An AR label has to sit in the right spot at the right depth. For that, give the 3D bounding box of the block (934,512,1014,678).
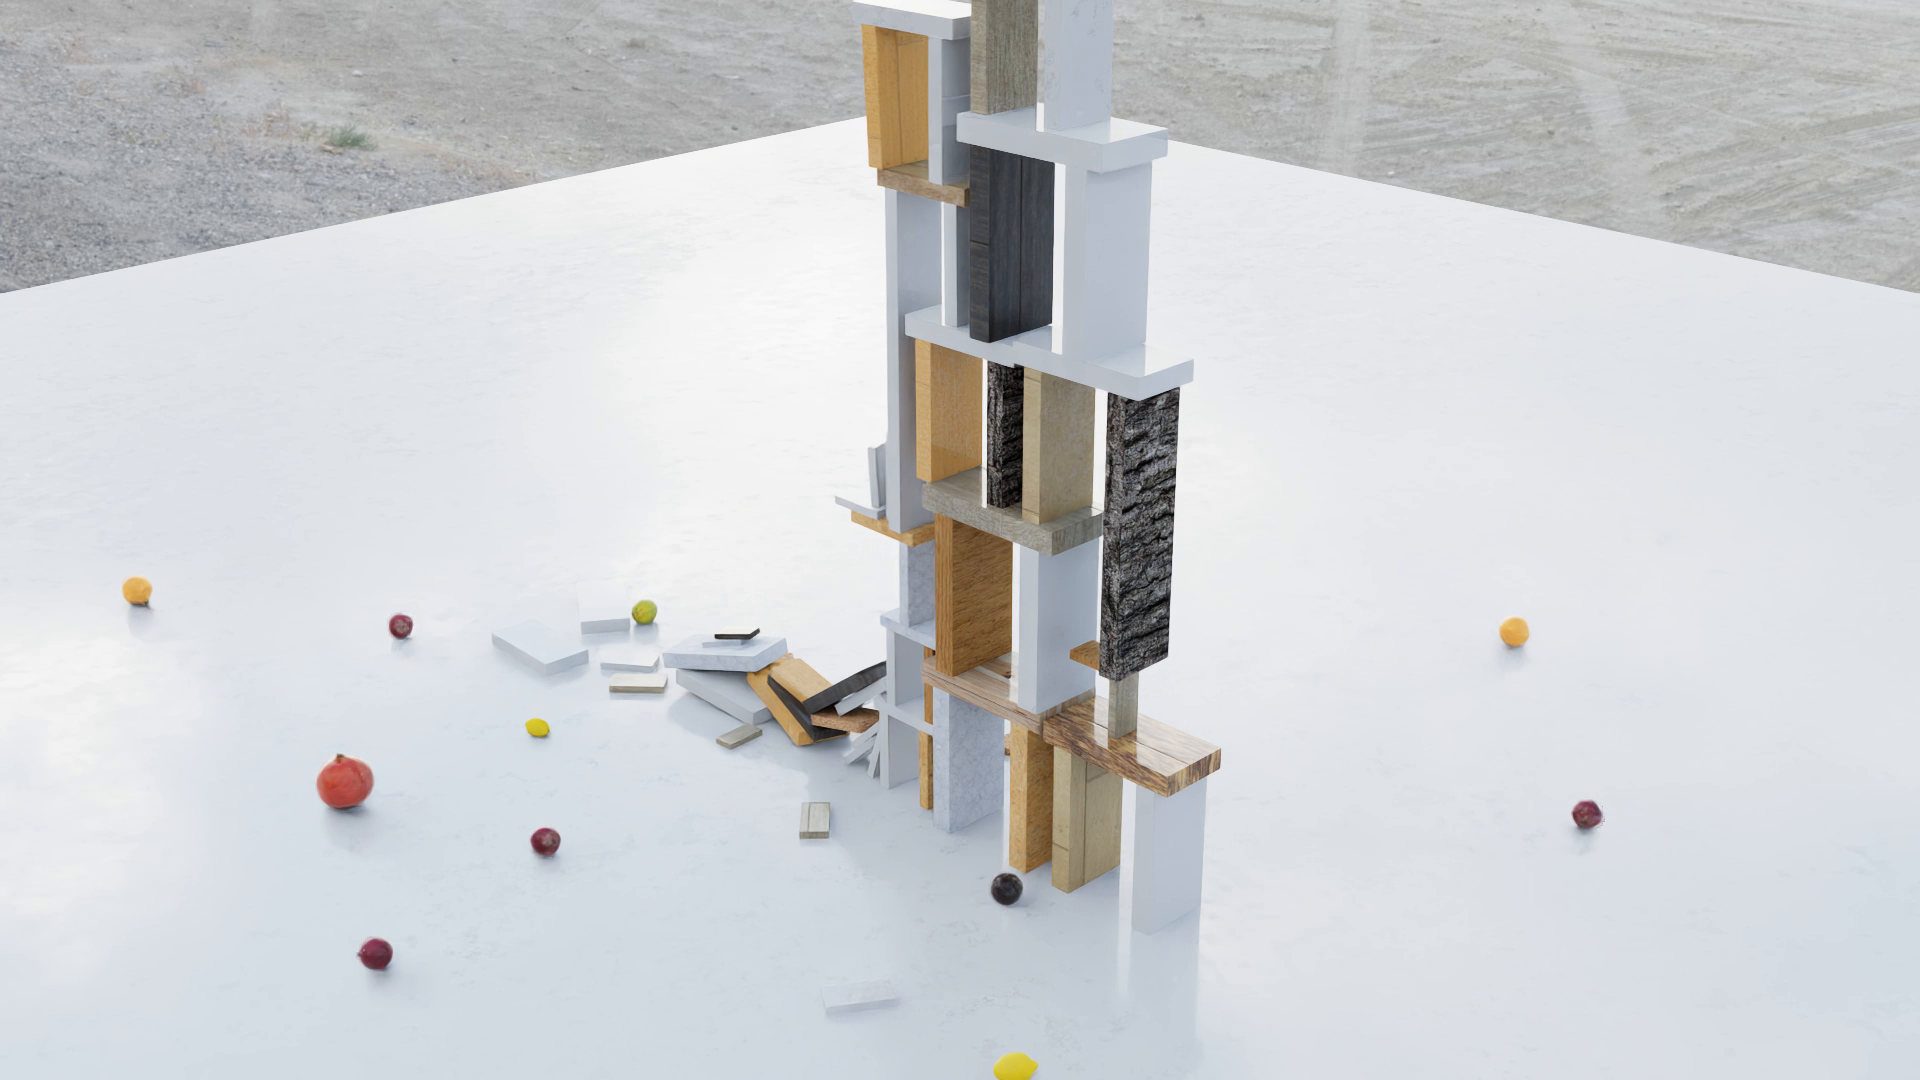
[{"bbox_3d":[0.028,0.083,4.225,0.047,0.329,0.165,21,31,41],"label":"block"}]

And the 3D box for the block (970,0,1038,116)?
[{"bbox_3d":[0.077,-0.870,3.777,0.036,0.257,0.129,21,31,41],"label":"block"}]

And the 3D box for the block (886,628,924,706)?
[{"bbox_3d":[-0.110,0.245,4.451,0.084,0.168,0.024,-21,31,-40],"label":"block"}]

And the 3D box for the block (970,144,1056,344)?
[{"bbox_3d":[0.093,-0.538,3.893,0.047,0.349,0.167,21,31,40],"label":"block"}]

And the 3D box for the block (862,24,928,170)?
[{"bbox_3d":[-0.113,-0.816,4.007,0.128,0.257,0.036,-21,28,-40],"label":"block"}]

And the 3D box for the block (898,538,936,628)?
[{"bbox_3d":[-0.077,0.074,4.347,0.090,0.181,0.026,-19,30,-38],"label":"block"}]

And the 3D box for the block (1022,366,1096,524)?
[{"bbox_3d":[0.178,-0.186,3.947,0.145,0.290,0.041,-21,31,-41],"label":"block"}]

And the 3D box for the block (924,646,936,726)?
[{"bbox_3d":[-0.033,0.277,4.378,0.084,0.168,0.024,-21,31,-40],"label":"block"}]

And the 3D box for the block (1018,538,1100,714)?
[{"bbox_3d":[0.183,0.144,4.082,0.165,0.329,0.047,-21,31,-41],"label":"block"}]

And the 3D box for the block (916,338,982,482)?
[{"bbox_3d":[-0.019,-0.259,4.137,0.039,0.276,0.138,21,31,41],"label":"block"}]

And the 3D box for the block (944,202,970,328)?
[{"bbox_3d":[0.022,-0.509,3.982,0.032,0.226,0.113,21,31,41],"label":"block"}]

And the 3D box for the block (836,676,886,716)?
[{"bbox_3d":[-0.174,0.314,4.583,0.090,0.026,0.192,-21,-8,-40],"label":"block"}]

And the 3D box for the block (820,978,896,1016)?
[{"bbox_3d":[-0.178,0.800,3.852,0.125,0.018,0.063,-5,23,-11],"label":"block"}]

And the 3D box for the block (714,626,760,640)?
[{"bbox_3d":[-0.500,0.209,4.935,0.093,0.013,0.046,-1,17,27],"label":"block"}]

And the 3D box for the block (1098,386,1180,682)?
[{"bbox_3d":[0.315,-0.019,3.871,0.041,0.537,0.145,21,31,40],"label":"block"}]

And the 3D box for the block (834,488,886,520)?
[{"bbox_3d":[-0.184,-0.073,4.373,0.124,0.018,0.062,21,31,40],"label":"block"}]

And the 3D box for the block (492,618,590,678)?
[{"bbox_3d":[-0.980,0.250,5.130,0.116,0.033,0.232,-20,30,-38],"label":"block"}]

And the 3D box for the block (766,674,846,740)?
[{"bbox_3d":[-0.332,0.355,4.759,0.079,0.022,0.224,-10,36,-30],"label":"block"}]

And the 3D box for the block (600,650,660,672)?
[{"bbox_3d":[-0.761,0.281,5.076,0.123,0.017,0.062,4,23,9],"label":"block"}]

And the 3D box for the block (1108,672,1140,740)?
[{"bbox_3d":[0.299,0.297,4.020,0.018,0.125,0.063,21,31,41],"label":"block"}]

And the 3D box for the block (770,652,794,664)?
[{"bbox_3d":[-0.407,0.293,5.049,0.058,0.016,0.117,-4,23,-9],"label":"block"}]

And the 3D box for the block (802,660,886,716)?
[{"bbox_3d":[-0.221,0.304,4.623,0.116,0.033,0.246,-21,-6,-39],"label":"block"}]

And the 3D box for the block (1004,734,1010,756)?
[{"bbox_3d":[0.128,0.446,4.688,0.058,0.016,0.116,-18,29,-36],"label":"block"}]

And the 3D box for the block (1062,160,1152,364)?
[{"bbox_3d":[0.250,-0.483,3.745,0.047,0.334,0.167,21,31,40],"label":"block"}]

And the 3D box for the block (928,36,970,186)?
[{"bbox_3d":[0.005,-0.766,3.890,0.128,0.257,0.036,-18,29,-36],"label":"block"}]

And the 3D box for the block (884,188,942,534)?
[{"bbox_3d":[-0.086,-0.343,4.167,0.113,0.676,0.032,-21,31,-40],"label":"block"}]

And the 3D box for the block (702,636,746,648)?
[{"bbox_3d":[-0.528,0.226,4.940,0.093,0.013,0.046,-4,16,16],"label":"block"}]

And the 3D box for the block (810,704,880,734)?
[{"bbox_3d":[-0.234,0.376,4.643,0.079,0.022,0.158,-21,17,-40],"label":"block"}]

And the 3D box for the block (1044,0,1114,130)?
[{"bbox_3d":[0.198,-0.822,3.665,0.036,0.257,0.129,21,31,41],"label":"block"}]

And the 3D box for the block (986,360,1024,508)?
[{"bbox_3d":[0.111,-0.208,4.017,0.039,0.276,0.138,21,31,40],"label":"block"}]

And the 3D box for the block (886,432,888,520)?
[{"bbox_3d":[-0.119,-0.132,4.298,0.018,0.185,0.062,16,28,32],"label":"block"}]
